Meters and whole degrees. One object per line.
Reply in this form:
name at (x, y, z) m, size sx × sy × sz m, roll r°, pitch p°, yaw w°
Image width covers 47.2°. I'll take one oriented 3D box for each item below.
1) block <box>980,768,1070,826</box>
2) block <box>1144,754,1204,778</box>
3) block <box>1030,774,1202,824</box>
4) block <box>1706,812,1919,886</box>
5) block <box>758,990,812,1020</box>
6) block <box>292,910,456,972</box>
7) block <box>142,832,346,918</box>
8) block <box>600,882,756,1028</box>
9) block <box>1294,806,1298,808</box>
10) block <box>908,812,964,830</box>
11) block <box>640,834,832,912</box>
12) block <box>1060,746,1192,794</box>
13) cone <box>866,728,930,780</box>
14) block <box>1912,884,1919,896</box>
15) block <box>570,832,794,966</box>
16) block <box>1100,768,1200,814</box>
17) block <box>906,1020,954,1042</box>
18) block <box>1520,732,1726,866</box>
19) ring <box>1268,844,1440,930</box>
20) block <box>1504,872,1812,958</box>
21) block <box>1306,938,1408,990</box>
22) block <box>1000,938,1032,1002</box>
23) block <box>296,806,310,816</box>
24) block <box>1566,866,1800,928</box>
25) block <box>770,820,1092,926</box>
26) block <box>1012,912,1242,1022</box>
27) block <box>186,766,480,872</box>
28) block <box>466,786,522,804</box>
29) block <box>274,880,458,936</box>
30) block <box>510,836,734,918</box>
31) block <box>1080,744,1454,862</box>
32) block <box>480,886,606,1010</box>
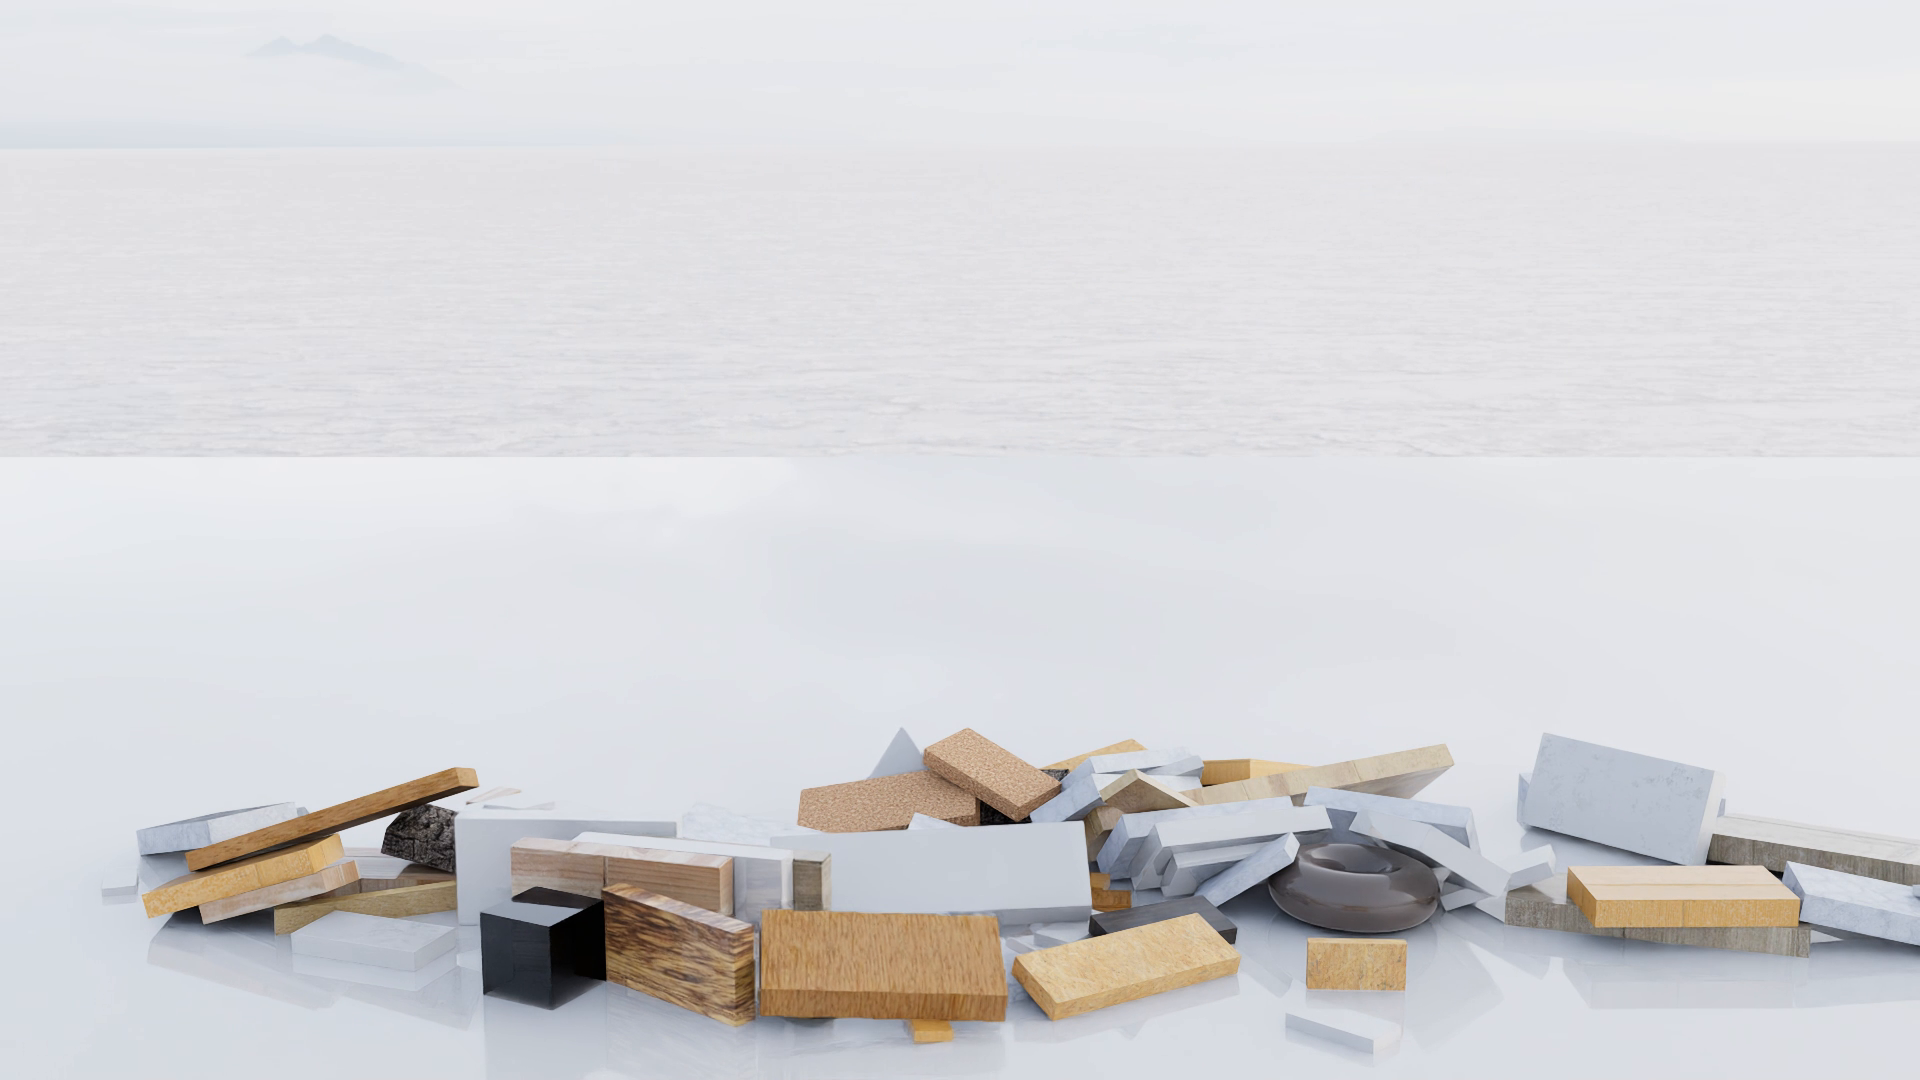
block at (0.036, 0.472, 3.914) m, size 0.303 × 0.043 × 0.152 m, roll -3°, pitch 29°, yaw 19°
block at (0.309, 0.441, 3.885) m, size 0.246 × 0.024 × 0.084 m, roll -17°, pitch -24°, yaw -7°
block at (0.278, 0.463, 3.823) m, size 0.303 × 0.043 × 0.152 m, roll 8°, pitch -37°, yaw -47°
block at (1.498, 0.534, 3.732) m, size 0.471 × 0.048 × 0.168 m, roll 4°, pitch 8°, yaw 44°
block at (-0.237, 0.669, 3.202) m, size 0.108 × 0.015 × 0.054 m, roll 9°, pitch 14°, yaw 40°
block at (-0.910, 0.621, 3.414) m, size 0.223 × 0.032 × 0.112 m, roll 4°, pitch 11°, yaw 20°
block at (-1.156, 0.542, 3.556) m, size 0.283 × 0.040 × 0.141 m, roll -16°, pitch 2°, yaw 4°
block at (-0.414, 0.603, 3.212) m, size 0.283 × 0.141 × 0.040 m, roll 9°, pitch 14°, yaw 39°
block at (0.468, 0.519, 3.894) m, size 0.312 × 0.059 × 0.017 m, roll -6°, pitch 47°, yaw -30°
block at (0.012, 0.519, 3.715) m, size 0.207 × 0.029 × 0.103 m, roll 16°, pitch 12°, yaw 4°
block at (-0.357, 0.555, 3.422) m, size 0.318 × 0.159 × 0.045 m, roll 3°, pitch 11°, yaw 16°
block at (0.291, 0.412, 3.880) m, size 0.226 × 0.032 × 0.113 m, roll -2°, pitch -30°, yaw -36°
cone at (-0.142, 0.468, 4.112) m, size 0.173 × 0.173 × 0.173 m, roll -29°, pitch 17°, yaw -9°
block at (1.567, 0.552, 3.450) m, size 0.119 × 0.017 × 0.059 m, roll 0°, pitch -2°, yaw -9°
block at (-0.428, 0.554, 3.390) m, size 0.346 × 0.173 × 0.049 m, roll 3°, pitch 11°, yaw 15°
block at (0.347, 0.455, 3.698) m, size 0.072 × 0.020 × 0.334 m, roll -36°, pitch -36°, yaw 17°
block at (-0.046, 0.683, 3.118) m, size 0.054 × 0.015 × 0.108 m, roll 2°, pitch 10°, yaw -12°
block at (1.171, 0.459, 3.896) m, size 0.337 × 0.168 × 0.048 m, roll 11°, pitch -6°, yaw 46°
ring at (0.639, 0.562, 3.568) m, size 0.276 × 0.092 × 0.276 m, roll 2°, pitch 7°, yaw 0°
block at (1.114, 0.594, 3.523) m, size 0.457 × 0.044 × 0.157 m, roll 4°, pitch 11°, yaw 18°
block at (0.588, 0.629, 3.261) m, size 0.144 × 0.072 × 0.020 m, roll 0°, pitch 11°, yaw 3°
block at (0.048, 0.641, 3.313) m, size 0.104 × 0.029 × 0.207 m, roll -6°, pitch 12°, yaw -30°
block at (-1.219, 0.514, 4.037) m, size 0.053 × 0.015 × 0.105 m, roll -5°, pitch 12°, yaw -27°
block at (1.135, 0.560, 3.463) m, size 0.314 × 0.044 × 0.157 m, roll 0°, pitch 11°, yaw -1°
block at (-0.049, 0.540, 3.512) m, size 0.507 × 0.045 × 0.159 m, roll -3°, pitch 48°, yaw -1°
block at (0.249, 0.631, 3.267) m, size 0.339 × 0.032 × 0.113 m, roll -7°, pitch 31°, yaw -32°
block at (-1.039, 0.464, 3.653) m, size 0.469 × 0.032 × 0.112 m, roll -18°, pitch -8°, yaw 2°
block at (-0.882, 0.491, 4.163) m, size 0.053 × 0.015 × 0.105 m, roll 4°, pitch 11°, yaw 22°
block at (-0.942, 0.589, 3.537) m, size 0.309 × 0.048 × 0.014 m, roll -5°, pitch 27°, yaw -24°
block at (-0.517, 0.559, 3.362) m, size 0.346 × 0.173 × 0.049 m, roll 3°, pitch 11°, yaw 16°
block at (0.542, 0.471, 3.946) m, size 0.782 × 0.043 × 0.153 m, roll -6°, pitch -28°, yaw -30°
block at (-0.616, 0.602, 3.253) m, size 0.128 × 0.128 × 0.128 m, roll 6°, pitch 12°, yaw 28°
